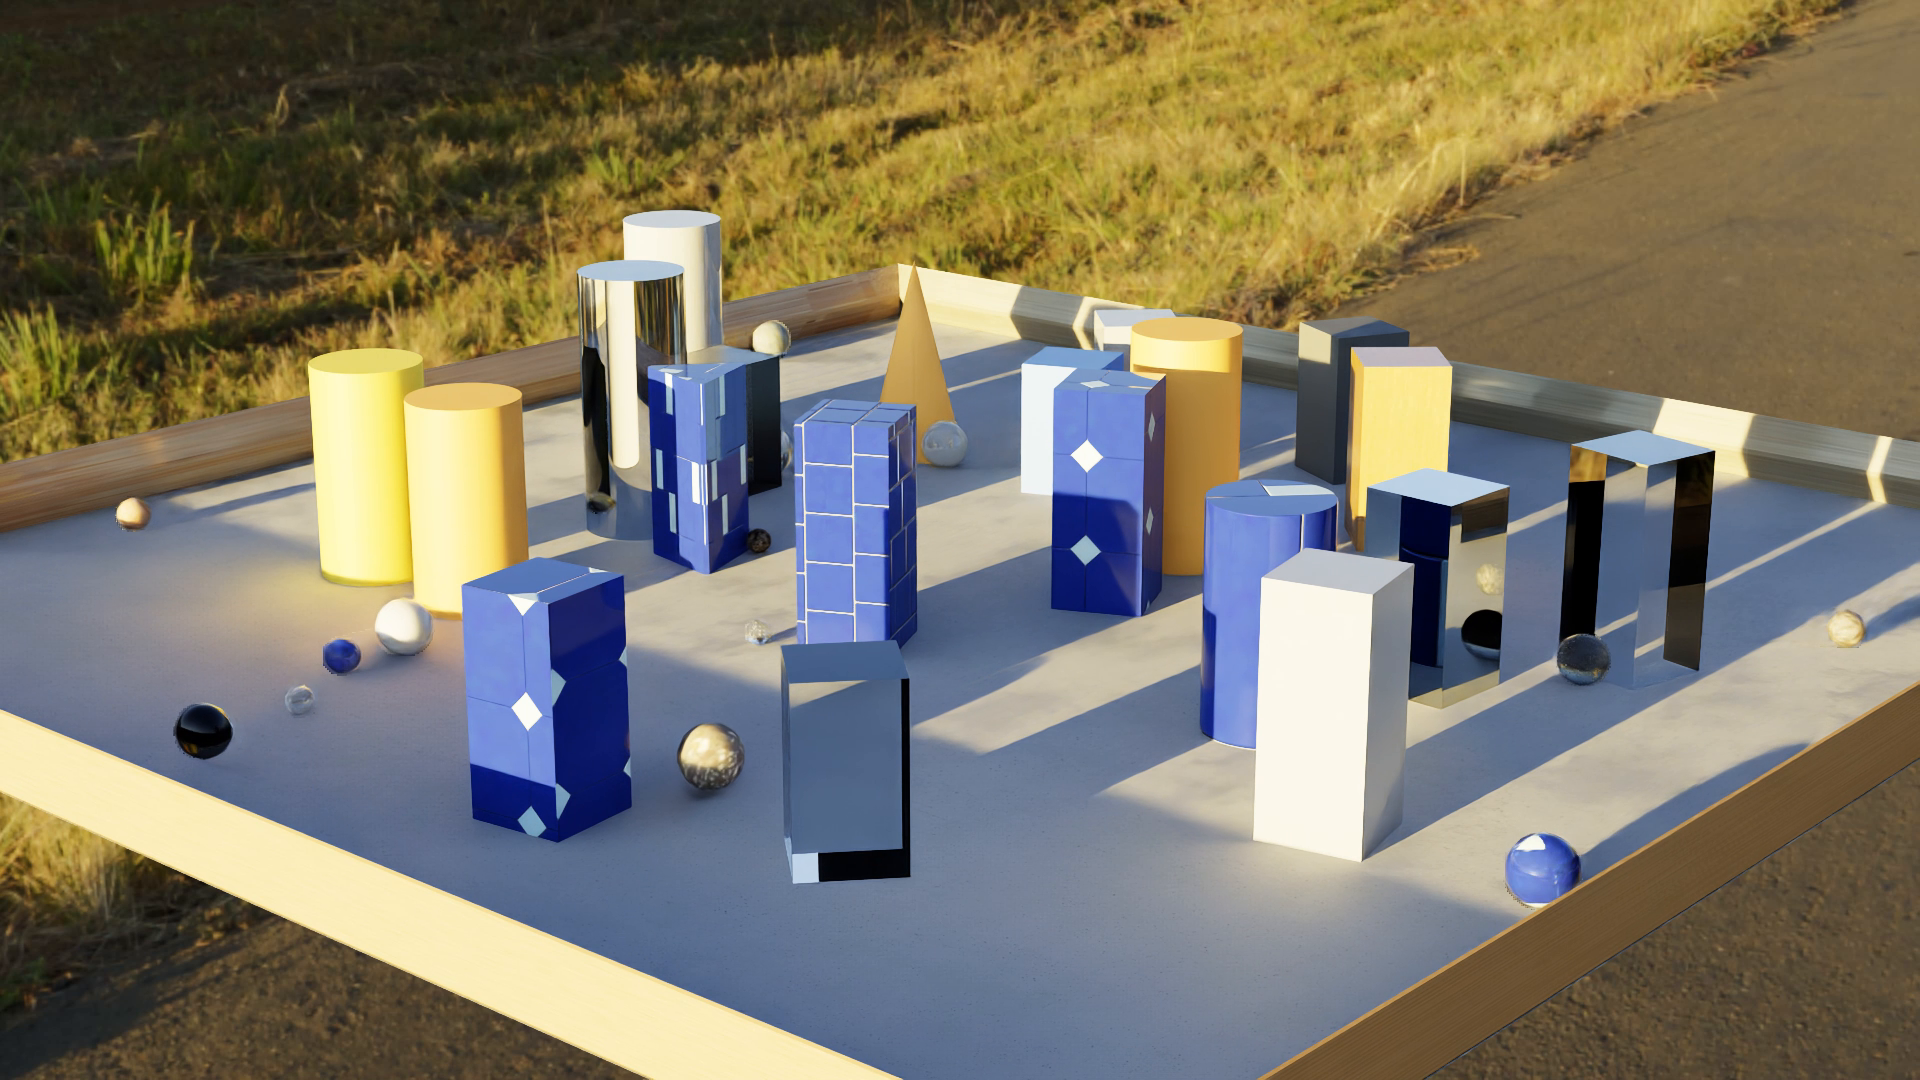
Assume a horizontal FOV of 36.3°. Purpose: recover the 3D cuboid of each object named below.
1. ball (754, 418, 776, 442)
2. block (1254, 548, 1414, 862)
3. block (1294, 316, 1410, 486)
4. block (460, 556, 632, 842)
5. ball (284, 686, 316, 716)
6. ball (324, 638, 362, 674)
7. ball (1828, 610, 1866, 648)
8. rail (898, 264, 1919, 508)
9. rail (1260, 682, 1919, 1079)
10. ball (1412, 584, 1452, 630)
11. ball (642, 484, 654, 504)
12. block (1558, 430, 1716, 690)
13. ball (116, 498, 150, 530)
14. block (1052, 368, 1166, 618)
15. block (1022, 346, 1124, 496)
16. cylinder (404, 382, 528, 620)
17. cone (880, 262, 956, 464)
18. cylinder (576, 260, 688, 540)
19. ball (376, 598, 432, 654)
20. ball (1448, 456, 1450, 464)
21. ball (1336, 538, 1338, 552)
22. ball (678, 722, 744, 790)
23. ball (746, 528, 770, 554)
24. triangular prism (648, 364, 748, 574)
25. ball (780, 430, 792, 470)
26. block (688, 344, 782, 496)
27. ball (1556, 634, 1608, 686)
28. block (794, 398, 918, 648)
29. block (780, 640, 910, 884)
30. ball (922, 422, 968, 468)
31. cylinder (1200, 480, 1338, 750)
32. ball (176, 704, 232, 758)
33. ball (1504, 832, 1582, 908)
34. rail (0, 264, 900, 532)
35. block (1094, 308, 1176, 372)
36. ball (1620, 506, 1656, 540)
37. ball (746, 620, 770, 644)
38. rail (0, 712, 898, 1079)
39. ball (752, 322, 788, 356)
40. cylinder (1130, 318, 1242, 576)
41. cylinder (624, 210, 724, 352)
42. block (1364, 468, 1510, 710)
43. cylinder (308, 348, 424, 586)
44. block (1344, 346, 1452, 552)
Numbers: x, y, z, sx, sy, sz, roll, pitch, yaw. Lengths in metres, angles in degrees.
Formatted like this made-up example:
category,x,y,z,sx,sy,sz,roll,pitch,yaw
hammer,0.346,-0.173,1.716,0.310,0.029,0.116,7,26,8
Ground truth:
category,x,y,z,sx,sy,sz,roll,pitch,yaw
ball,-0.408,-0.229,6.133,0.047,0.047,0.047,0,17,0
block,0.515,0.225,4.044,0.159,0.383,0.159,9,19,27
block,0.784,-0.281,5.871,0.159,0.298,0.159,-7,18,-21
block,-0.579,0.221,4.117,0.159,0.347,0.159,11,20,32
ball,-1.023,0.249,4.546,0.047,0.047,0.047,0,17,0
ball,-0.996,0.186,4.734,0.059,0.059,0.059,0,17,0
ball,1.470,0.147,4.861,0.061,0.061,0.061,0,17,0
rail,1.045,-0.315,6.272,3.214,0.129,0.045,14,22,39
rail,1.196,0.332,4.126,0.045,0.129,3.235,14,22,39
ball,0.790,0.113,4.946,0.076,0.076,0.076,0,17,0
ball,-0.595,-0.090,5.679,0.042,0.042,0.042,0,17,0
block,1.086,0.030,4.712,0.159,0.370,0.159,-12,20,-34
ball,-1.553,-0.049,5.511,0.061,0.061,0.061,0,17,0
block,0.256,-0.083,5.054,0.159,0.391,0.159,5,17,16
block,0.222,-0.232,5.774,0.159,0.259,0.159,6,18,19
cylinder,-0.845,-0.068,5.041,0.198,0.368,0.198,0,17,0
cone,-0.093,-0.377,6.009,0.198,0.402,0.198,0,17,0
cylinder,-0.606,-0.262,5.475,0.198,0.490,0.198,0,17,0
ball,-0.915,0.142,4.823,0.092,0.092,0.092,0,17,0
ball,0.957,-0.160,5.892,0.054,0.054,0.054,0,17,0
ball,0.636,0.010,5.271,0.087,0.087,0.087,0,17,0
ball,-0.360,0.313,4.245,0.098,0.098,0.098,0,17,0
ball,-0.369,0.001,5.371,0.045,0.045,0.045,0,17,0
triangular prism,-0.448,-0.139,5.307,0.149,0.351,0.172,-13,21,-36
ball,-0.383,-0.178,5.878,0.097,0.097,0.097,0,17,0
block,-0.464,-0.230,5.759,0.159,0.264,0.159,13,21,37
ball,0.993,0.191,4.679,0.082,0.082,0.082,0,17,0
block,-0.170,-0.019,4.837,0.159,0.392,0.159,5,17,15
block,-0.156,0.299,3.972,0.159,0.284,0.159,-2,17,-7
ball,-0.031,-0.193,5.932,0.094,0.094,0.094,0,17,0
cylinder,0.467,0.112,4.445,0.198,0.368,0.198,0,17,0
ball,-1.125,0.285,4.366,0.082,0.082,0.082,0,17,0
ball,0.765,0.433,3.845,0.099,0.099,0.099,0,17,0
rail,-1.196,-0.267,6.114,0.045,0.129,3.235,14,22,39
block,0.365,-0.325,6.059,0.159,0.274,0.159,-1,17,-4
ball,1.259,-0.032,5.447,0.065,0.065,0.065,0,17,0
ball,-0.335,0.154,4.872,0.041,0.041,0.041,0,17,0
rail,-1.045,0.379,3.968,3.214,0.129,0.045,14,22,39
ball,-0.443,-0.468,6.861,0.086,0.086,0.086,0,17,0
cylinder,0.404,-0.170,5.278,0.198,0.428,0.198,0,17,0
cylinder,-0.587,-0.425,6.039,0.198,0.477,0.198,0,17,0
block,0.748,0.074,4.635,0.159,0.330,0.159,15,23,41
cylinder,-1.047,-0.131,5.221,0.198,0.385,0.198,0,17,0
block,0.806,-0.169,5.412,0.159,0.347,0.159,0,17,-1
